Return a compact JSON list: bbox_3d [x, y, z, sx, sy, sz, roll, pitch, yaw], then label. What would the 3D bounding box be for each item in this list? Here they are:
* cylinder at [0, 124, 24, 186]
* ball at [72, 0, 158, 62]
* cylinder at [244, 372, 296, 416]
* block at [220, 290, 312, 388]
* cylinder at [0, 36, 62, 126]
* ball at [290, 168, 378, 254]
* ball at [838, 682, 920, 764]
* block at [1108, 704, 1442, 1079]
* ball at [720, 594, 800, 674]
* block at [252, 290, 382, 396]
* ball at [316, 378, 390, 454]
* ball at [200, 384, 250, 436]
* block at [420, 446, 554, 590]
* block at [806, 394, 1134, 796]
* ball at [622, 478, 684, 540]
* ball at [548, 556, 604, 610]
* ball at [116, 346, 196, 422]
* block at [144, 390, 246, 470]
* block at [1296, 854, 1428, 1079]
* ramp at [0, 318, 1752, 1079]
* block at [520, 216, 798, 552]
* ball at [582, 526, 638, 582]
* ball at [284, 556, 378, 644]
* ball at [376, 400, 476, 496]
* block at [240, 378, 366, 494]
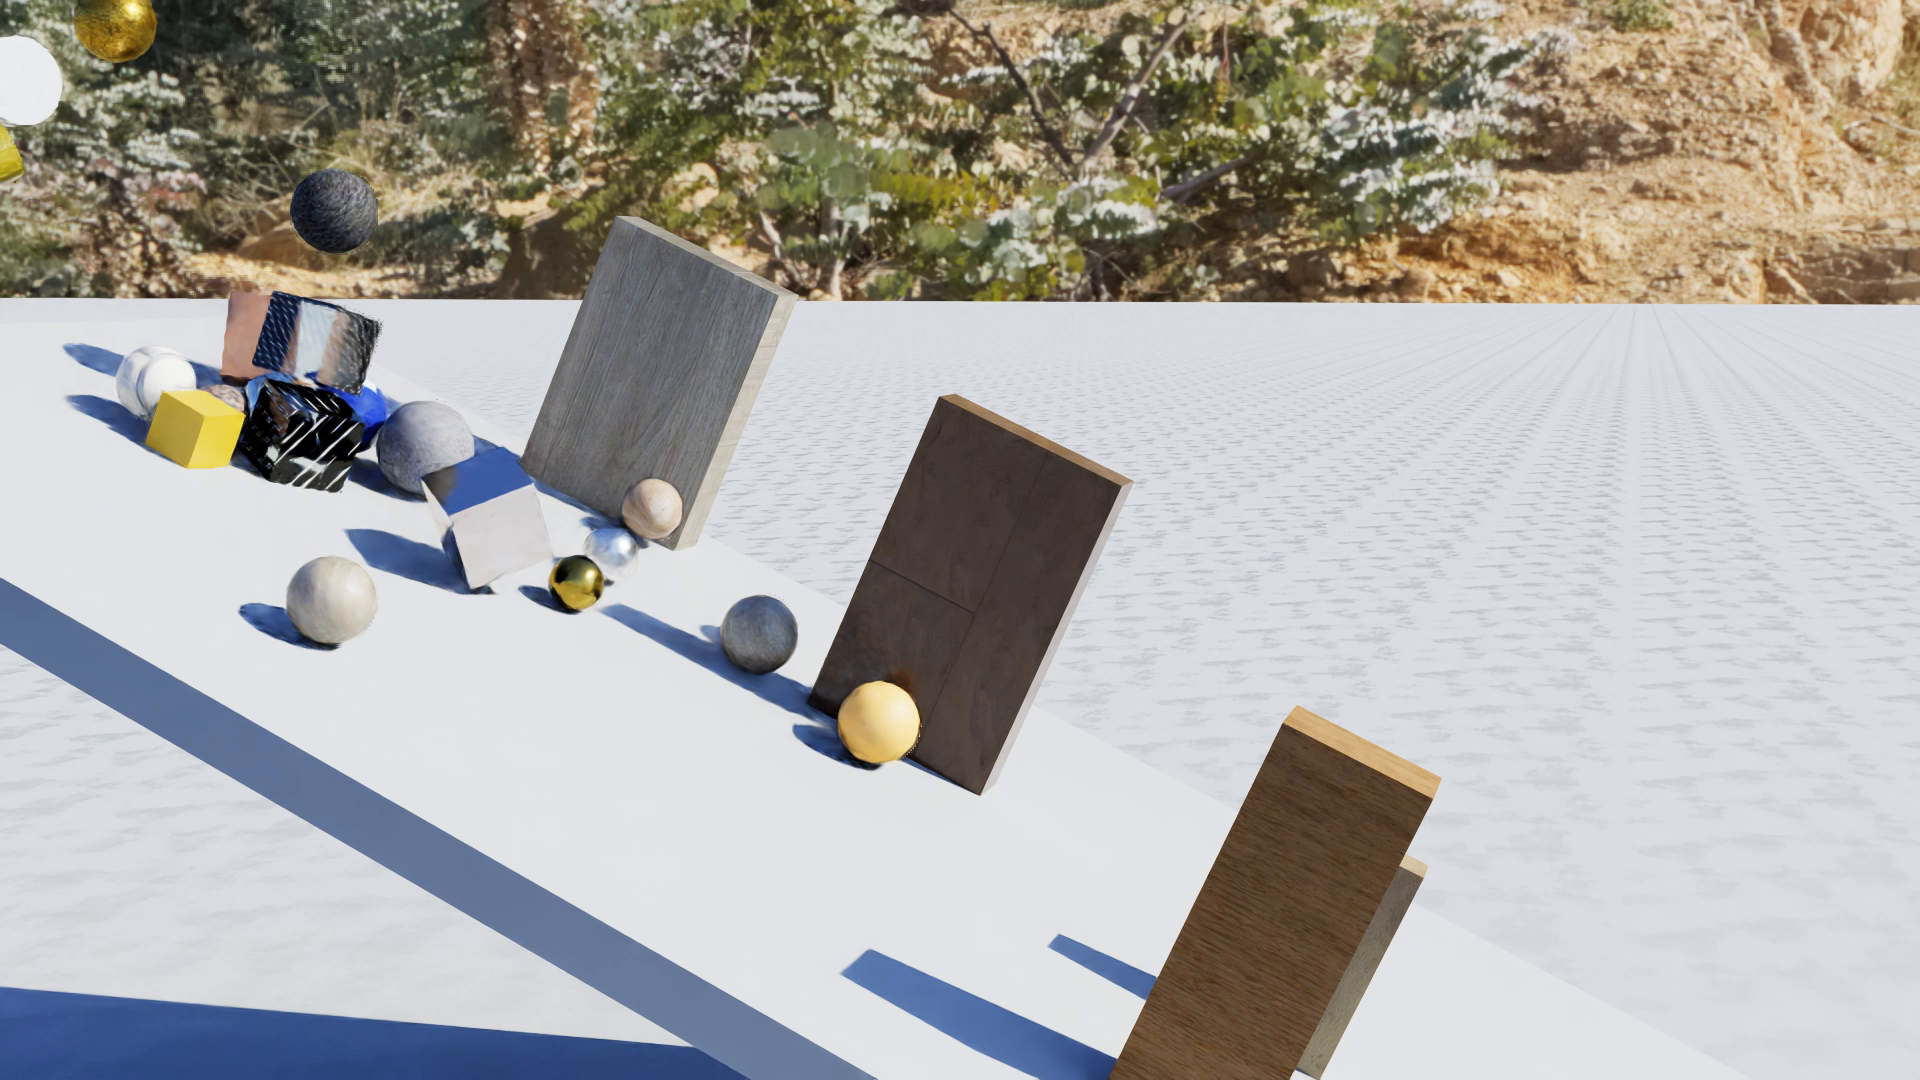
[{"bbox_3d":[-1.909,-0.736,4.253,0.130,0.130,0.130,-36,28,-33],"label":"cylinder"},{"bbox_3d":[-1.624,-0.996,4.228,0.152,0.152,0.152,0,7,0],"label":"ball"},{"bbox_3d":[-1.421,-0.269,4.558,0.111,0.111,0.111,-3,43,-25],"label":"cylinder"},{"bbox_3d":[-1.492,-0.425,4.761,0.181,0.181,0.181,6,-5,-15],"label":"block"},{"bbox_3d":[-1.982,-0.941,4.527,0.179,0.179,0.179,5,8,35],"label":"cylinder"},{"bbox_3d":[-1.288,-0.677,4.524,0.172,0.172,0.172,0,7,0],"label":"ball"},{"bbox_3d":[-0.159,0.355,4.271,0.160,0.160,0.160,0,7,0],"label":"ball"},{"bbox_3d":[0.469,0.600,3.328,0.240,0.648,0.141,27,14,13],"label":"block"},{"bbox_3d":[-0.408,0.192,4.472,0.161,0.161,0.161,0,7,0],"label":"ball"},{"bbox_3d":[-1.311,-0.400,4.486,0.158,0.158,0.158,14,-3,20],"label":"block"},{"bbox_3d":[-1.307,-0.268,4.693,0.173,0.173,0.173,0,7,0],"label":"ball"},{"bbox_3d":[-1.494,-0.255,4.433,0.120,0.120,0.120,0,7,0],"label":"ball"},{"bbox_3d":[-0.915,-0.045,4.260,0.172,0.172,0.172,-23,37,-20],"label":"block"},{"bbox_3d":[0.015,0.108,4.378,0.403,0.687,0.109,27,14,13],"label":"block"},{"bbox_3d":[-0.695,-0.070,4.970,0.138,0.138,0.138,0,7,0],"label":"ball"},{"bbox_3d":[-0.765,0.086,4.384,0.111,0.111,0.111,0,7,0],"label":"ball"},{"bbox_3d":[-1.586,-0.309,4.338,0.151,0.151,0.151,0,7,0],"label":"ball"},{"bbox_3d":[-1.494,-0.216,4.296,0.114,0.114,0.114,28,14,18],"label":"block"},{"bbox_3d":[0.597,0.683,3.761,0.243,0.404,0.084,27,14,13],"label":"block"},{"bbox_3d":[-0.275,0.473,4.176,4.000,0.100,2.000,27,14,13],"label":"ramp"},{"bbox_3d":[-0.701,-0.361,5.074,0.435,0.641,0.122,27,14,13],"label":"block"},{"bbox_3d":[-0.737,0.029,4.633,0.119,0.119,0.119,0,7,0],"label":"ball"},{"bbox_3d":[-1.064,0.101,3.721,0.150,0.150,0.150,0,7,0],"label":"ball"},{"bbox_3d":[-1.128,-0.193,4.643,0.203,0.203,0.203,0,7,0],"label":"ball"},{"bbox_3d":[-1.331,-0.210,4.453,0.159,0.159,0.159,11,19,-43],"label":"block"}]
